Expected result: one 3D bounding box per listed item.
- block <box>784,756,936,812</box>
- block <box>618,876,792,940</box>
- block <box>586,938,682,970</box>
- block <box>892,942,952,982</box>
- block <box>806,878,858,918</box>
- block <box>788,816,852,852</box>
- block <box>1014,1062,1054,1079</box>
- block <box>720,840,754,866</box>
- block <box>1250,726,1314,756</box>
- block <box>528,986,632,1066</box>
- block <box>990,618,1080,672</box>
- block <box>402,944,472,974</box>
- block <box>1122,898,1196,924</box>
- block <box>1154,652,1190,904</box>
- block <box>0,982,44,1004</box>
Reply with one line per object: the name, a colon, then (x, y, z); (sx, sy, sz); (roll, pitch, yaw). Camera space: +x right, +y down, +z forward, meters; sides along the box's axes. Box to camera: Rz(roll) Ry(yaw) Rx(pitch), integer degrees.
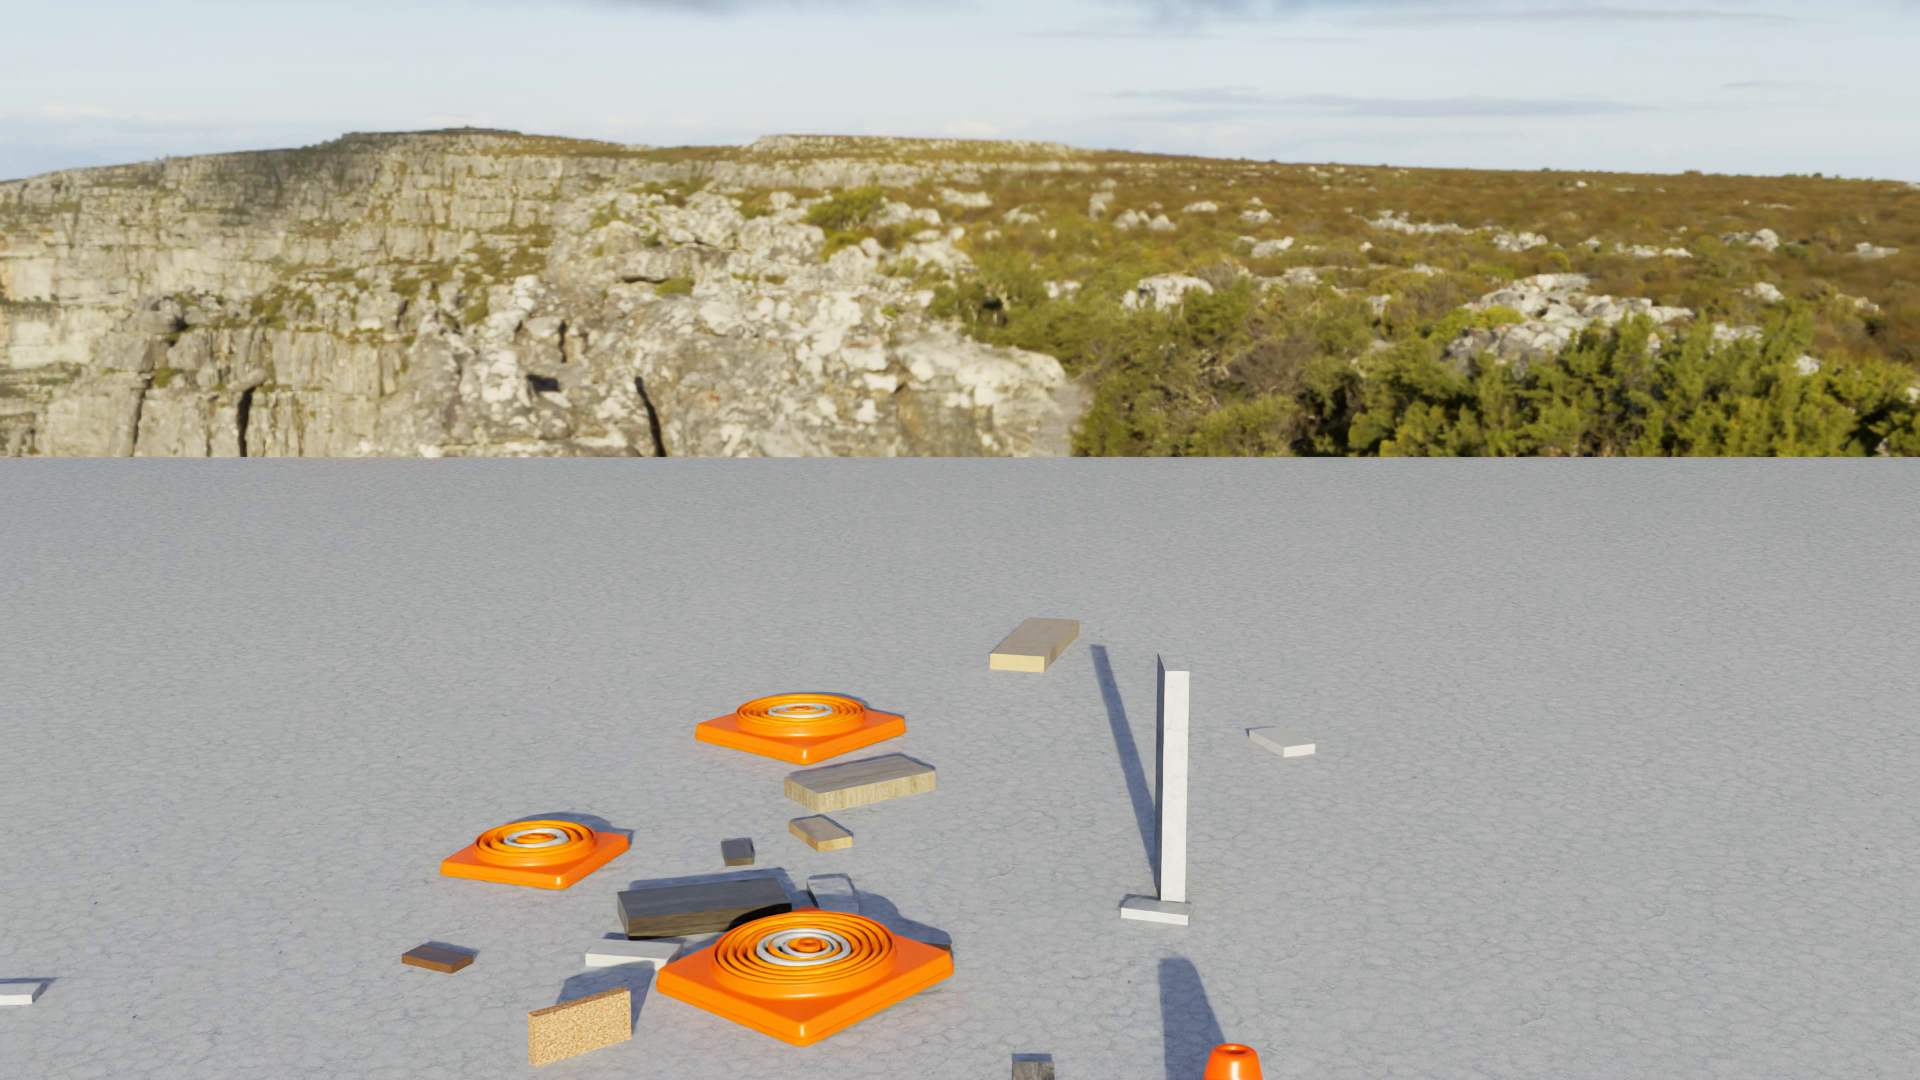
block: (-0.192, 0.468, 4.225); (0.261, 0.037, 0.131); (-7, 13, -34)
block: (-0.413, 0.594, 3.547); (0.261, 0.037, 0.131); (-3, 11, -16)
block: (-0.500, 0.636, 3.372); (0.130, 0.018, 0.065); (2, 11, 10)
block: (-0.058, 0.642, 3.346); (0.058, 0.016, 0.116); (3, 11, 17)
block: (-0.211, 0.588, 3.627); (0.065, 0.018, 0.131); (-2, 11, -13)
block: (-0.252, 0.528, 3.950); (0.065, 0.018, 0.131); (-6, 12, -28)
block: (0.098, 0.722, 2.916); (0.055, 0.016, 0.110); (0, 11, 1)
block: (-0.391, 0.549, 3.854); (0.049, 0.014, 0.097); (-2, 11, -11)
block: (0.665, 0.417, 4.547); (0.071, 0.020, 0.142); (-4, 11, -22)
block: (-0.525, 0.671, 3.037); (0.149, 0.071, 0.020); (-9, 14, -39)
block: (0.187, 0.253, 5.380); (0.131, 0.037, 0.410); (3, 11, 15)
block: (-0.799, 0.640, 3.360); (0.097, 0.014, 0.049); (5, 12, 27)
block: (0.322, 0.601, 3.565); (0.110, 0.016, 0.055); (4, 11, 18)
block: (0.349, 0.394, 3.633); (0.039, 0.398, 0.136); (0, 11, 0)
block: (-1.403, 0.666, 3.224); (0.097, 0.014, 0.049); (-1, 11, -4)
